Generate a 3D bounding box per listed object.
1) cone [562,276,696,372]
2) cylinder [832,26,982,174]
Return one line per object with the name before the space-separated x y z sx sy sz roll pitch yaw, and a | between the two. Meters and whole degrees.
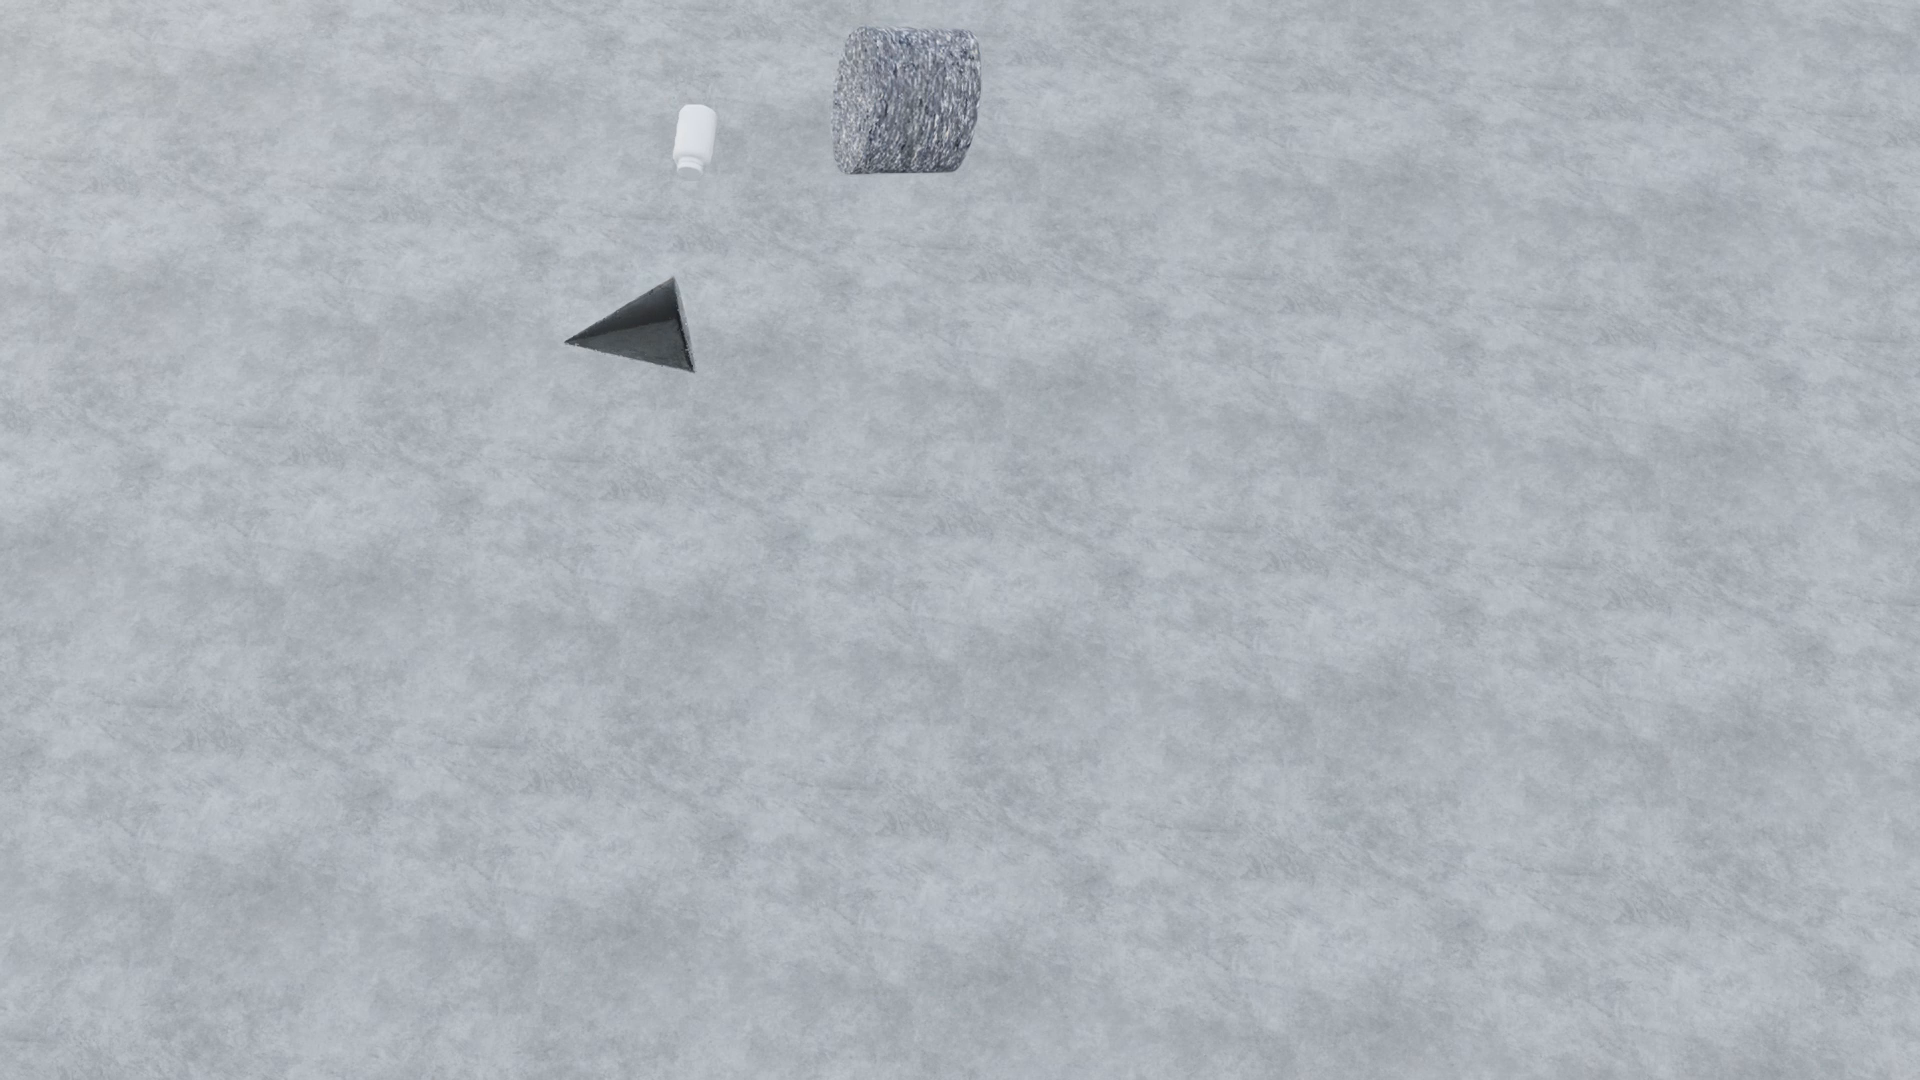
cone | -0.700 -0.428 4.577 0.258 0.286 0.115 -8 56 -2
cylinder | -0.116 -0.962 4.820 0.314 0.319 0.133 -10 26 -43
